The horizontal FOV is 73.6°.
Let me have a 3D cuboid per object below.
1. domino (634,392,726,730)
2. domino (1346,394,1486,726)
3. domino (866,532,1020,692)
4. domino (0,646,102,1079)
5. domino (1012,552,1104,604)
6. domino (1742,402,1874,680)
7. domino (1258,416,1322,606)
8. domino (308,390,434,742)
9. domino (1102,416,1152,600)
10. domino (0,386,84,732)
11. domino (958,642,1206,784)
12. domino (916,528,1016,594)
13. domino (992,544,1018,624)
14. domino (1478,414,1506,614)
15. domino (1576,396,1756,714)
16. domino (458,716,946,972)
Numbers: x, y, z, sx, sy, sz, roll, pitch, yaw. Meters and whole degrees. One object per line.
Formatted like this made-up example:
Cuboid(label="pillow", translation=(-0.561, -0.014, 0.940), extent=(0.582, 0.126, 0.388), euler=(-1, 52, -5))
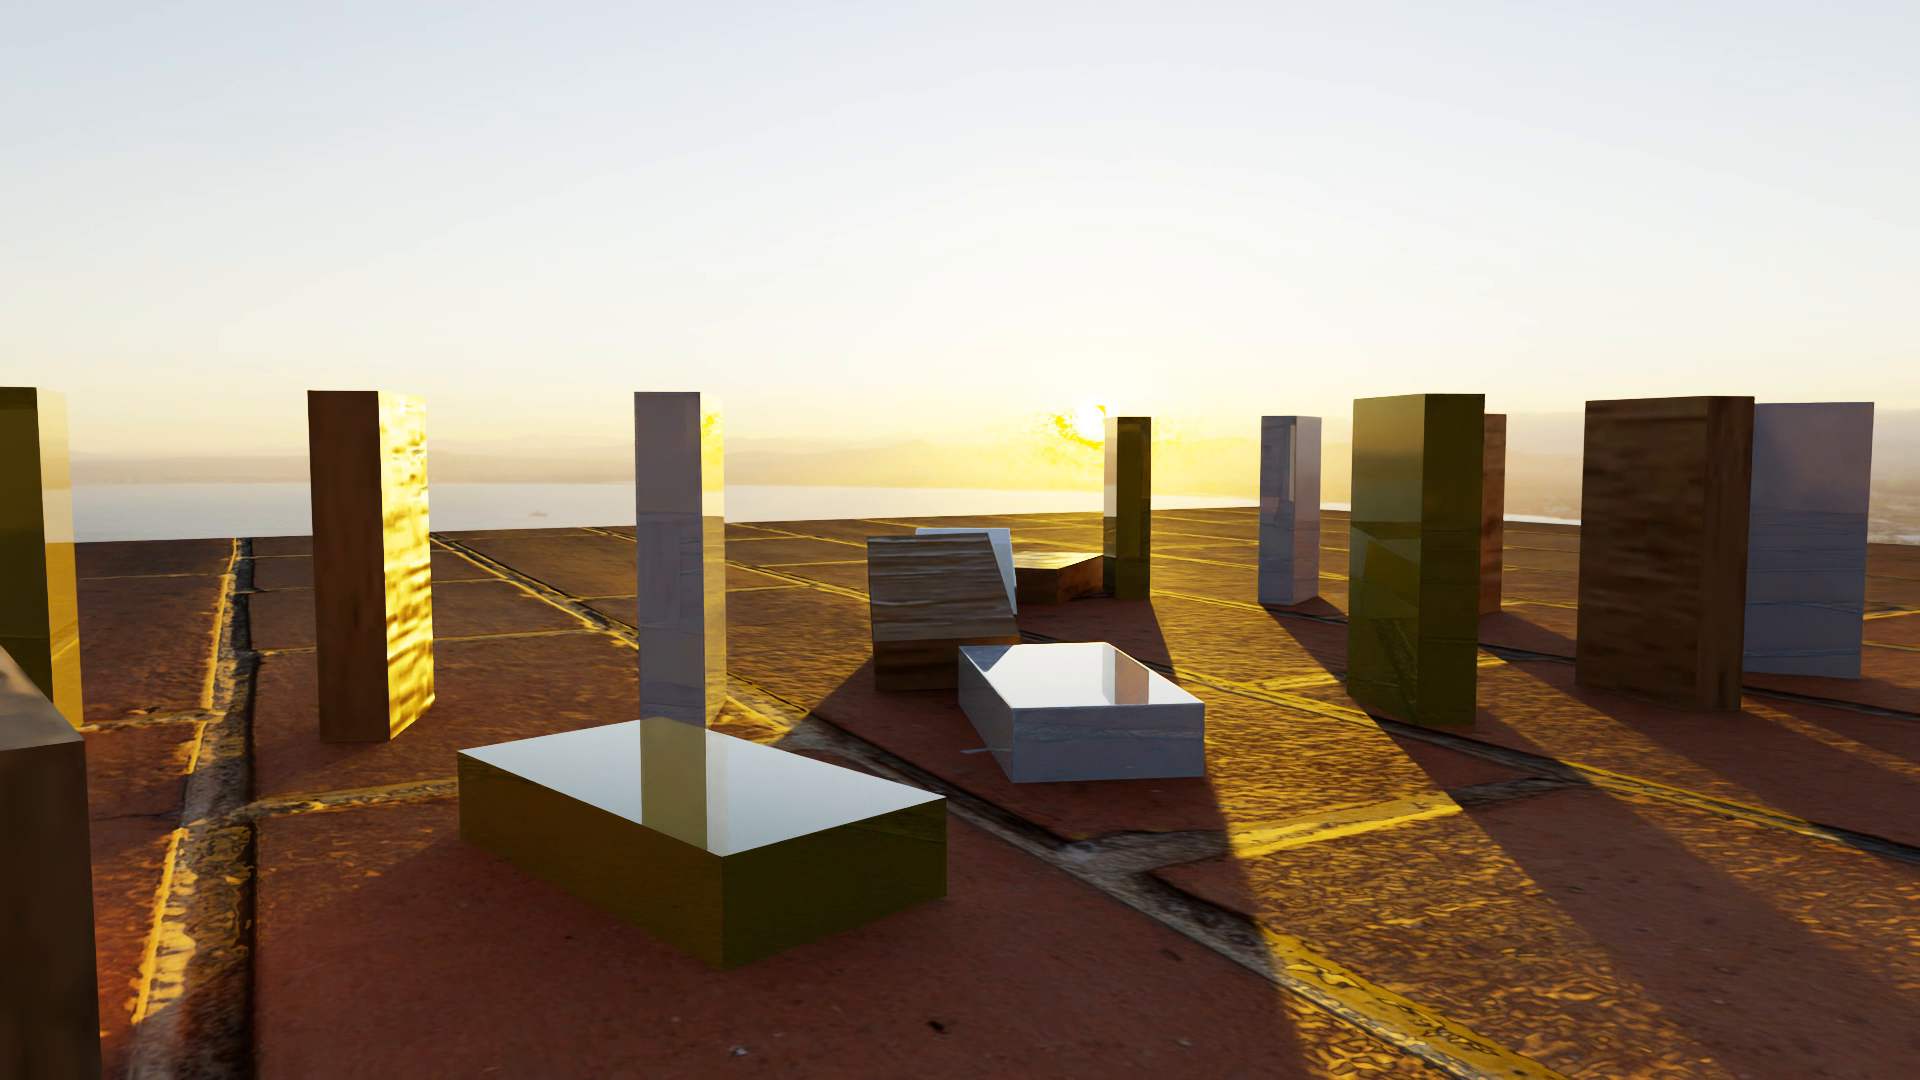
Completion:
Cuboid(label="domino", translation=(-0.043, 0.003, 0.198), extent=(0.009, 0.050, 0.025), euler=(0, 4, -3))
Cuboid(label="domino", translation=(0.072, 0.002, 0.205), extent=(0.010, 0.050, 0.025), euler=(-1, 4, -7))
Cuboid(label="domino", translation=(-0.004, 0.012, 0.243), extent=(0.025, 0.009, 0.050), euler=(-2, 21, -5))
Cuboid(label="domino", translation=(-0.072, 0.023, 0.092), extent=(0.009, 0.025, 0.050), euler=(-4, 6, -41))
Cuboid(label="domino", translation=(0.023, 0.010, 0.367), extent=(0.025, 0.010, 0.050), euler=(2, 5, 21))
Cuboid(label="domino", translation=(0.154, 0.000, 0.240), extent=(0.025, 0.050, 0.009), euler=(2, 5, 26))
Cuboid(label="domino", translation=(0.090, -0.009, 0.350), extent=(0.009, 0.050, 0.025), euler=(3, 5, 30))
Cuboid(label="domino", translation=(-0.089, 0.003, 0.194), extent=(0.009, 0.050, 0.025), euler=(-1, 4, -9))
Cuboid(label="domino", translation=(0.047, -0.010, 0.362), extent=(0.009, 0.050, 0.025), euler=(0, 4, -2))
Cuboid(label="domino", translation=(-0.132, 0.004, 0.181), extent=(0.009, 0.050, 0.025), euler=(-2, 5, -27))
Cuboid(label="domino", translation=(0.016, 0.024, 0.187), extent=(0.025, 0.009, 0.050), euler=(-1, 4, -8))
Cuboid(label="domino", translation=(0.001, 0.008, 0.323), extent=(0.025, 0.010, 0.050), euler=(0, 16, 0))
Cuboid(label="domino", translation=(-0.001, 0.012, 0.276), extent=(0.025, 0.009, 0.050), euler=(0, 16, 0))
Cuboid(label="domino", translation=(0.126, -0.007, 0.322), extent=(0.025, 0.050, 0.009), euler=(-4, 6, -43))
Cuboid(label="domino", translation=(0.117, 0.001, 0.214), extent=(0.010, 0.050, 0.025), euler=(-1, 4, -17))
Cuboid(label="domino", translation=(-0.028, 0.028, 0.130), extent=(0.025, 0.009, 0.050), euler=(-4, 6, -44))
